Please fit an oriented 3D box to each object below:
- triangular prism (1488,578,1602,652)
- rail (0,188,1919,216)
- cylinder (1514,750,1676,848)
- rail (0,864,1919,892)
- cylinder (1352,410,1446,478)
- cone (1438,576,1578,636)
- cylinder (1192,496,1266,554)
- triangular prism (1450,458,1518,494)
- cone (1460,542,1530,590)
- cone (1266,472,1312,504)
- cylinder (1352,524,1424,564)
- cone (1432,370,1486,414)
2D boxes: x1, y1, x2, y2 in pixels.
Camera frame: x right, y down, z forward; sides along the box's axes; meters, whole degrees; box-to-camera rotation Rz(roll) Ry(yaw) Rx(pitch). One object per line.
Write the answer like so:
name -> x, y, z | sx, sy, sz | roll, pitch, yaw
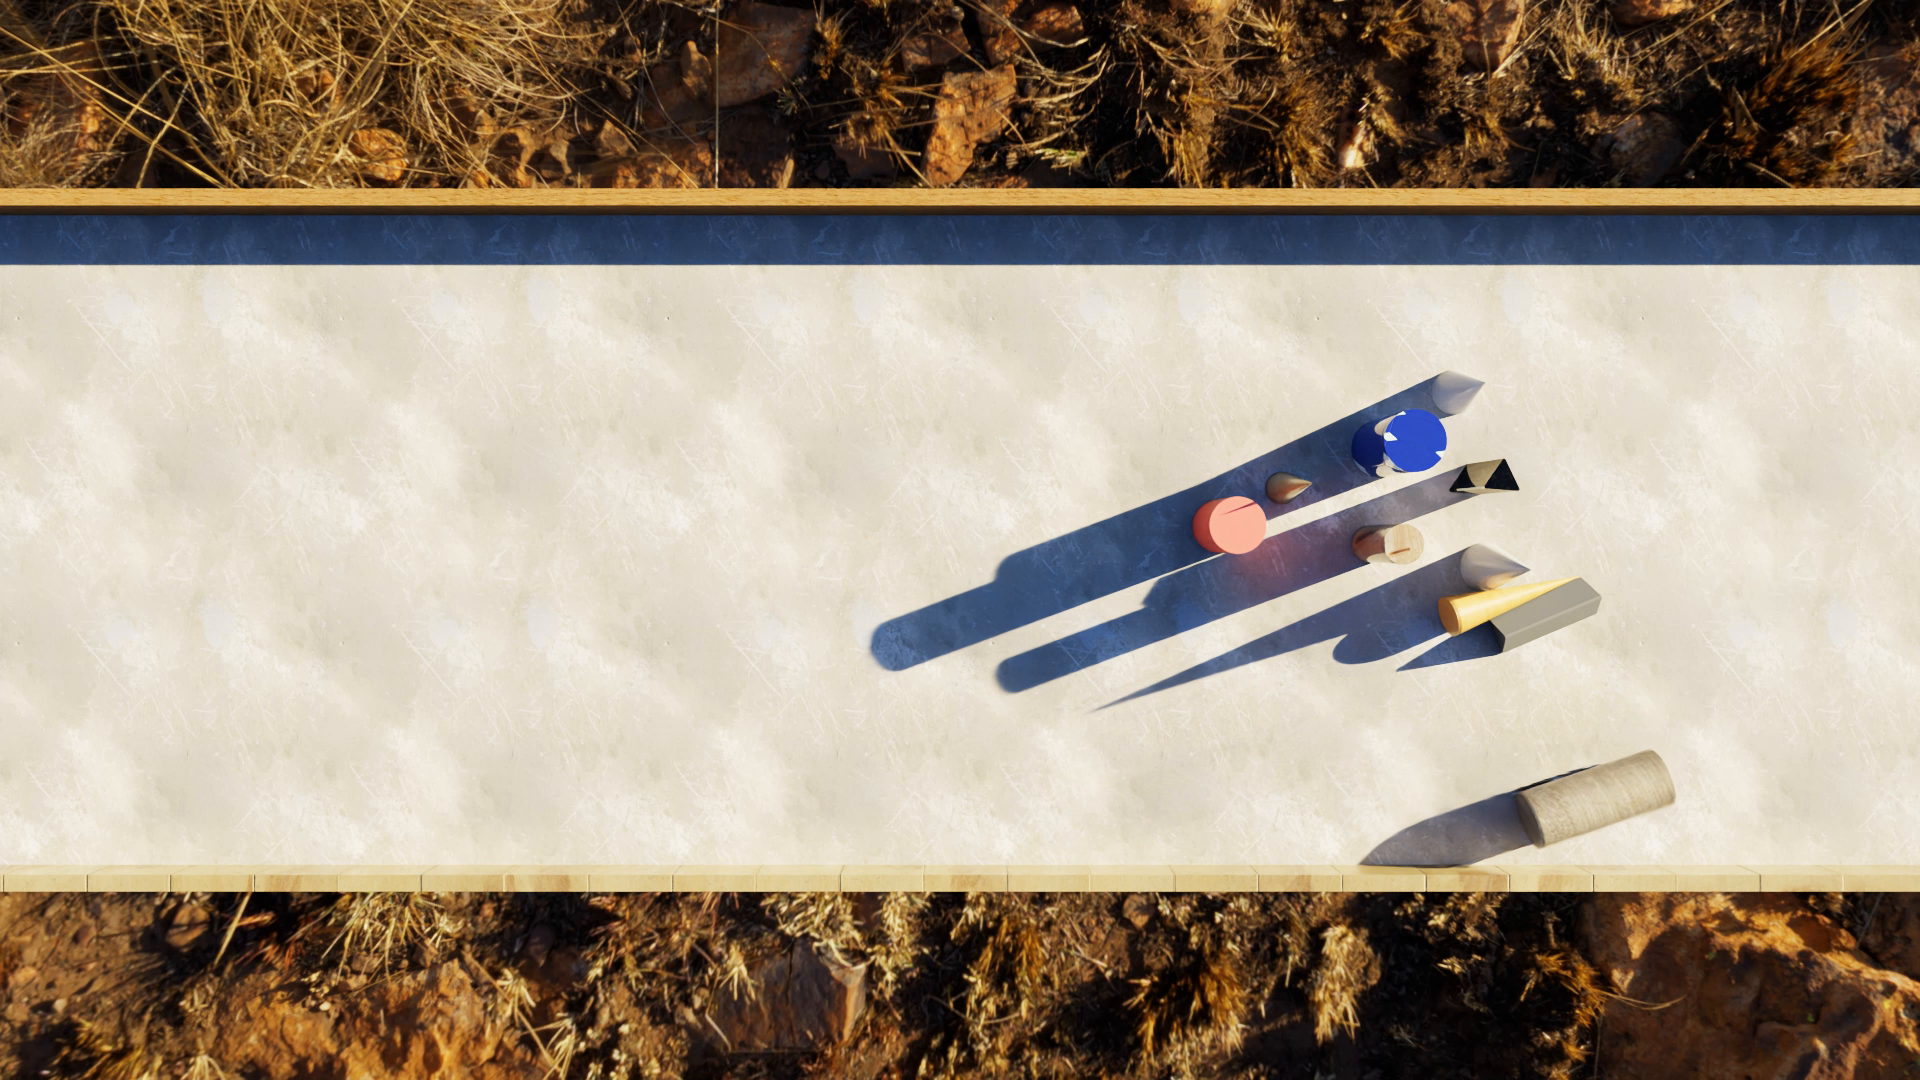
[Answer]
triangular prism -> 1.788, 0.231, 5.021 | 0.314, 0.105, 0.122 | -23, 90, 0
rail -> -2.247, -1.025, 5.002 | 12.000, 0.150, 0.050 | 0, 90, 0
cylinder -> 1.918, 0.782, 4.988 | 0.420, 0.177, 0.177 | -18, 90, 0
rail -> -2.247, 1.025, 5.001 | 12.000, 0.150, 0.050 | 0, 90, 0
cylinder -> 1.294, -0.282, 4.881 | 0.179, 0.392, 0.179 | 0, 90, 0
cone -> 1.698, 0.172, 5.045 | 0.448, 0.125, 0.125 | -16, 90, -8
cylinder -> 0.796, -0.043, 4.899 | 0.164, 0.355, 0.164 | 0, 90, 0
triangular prism -> 1.560, -0.191, 4.907 | 0.101, 0.339, 0.088 | 4, 90, 0
cone -> 1.611, 0.083, 4.855 | 0.152, 0.440, 0.152 | 0, 90, 1
cone -> 0.990, -0.160, 4.853 | 0.101, 0.447, 0.101 | 0, 90, 0
cylinder -> 1.262, 0.012, 4.881 | 0.116, 0.391, 0.116 | 0, 90, 0
cone -> 1.521, -0.456, 4.924 | 0.140, 0.304, 0.140 | 0, 90, 0
